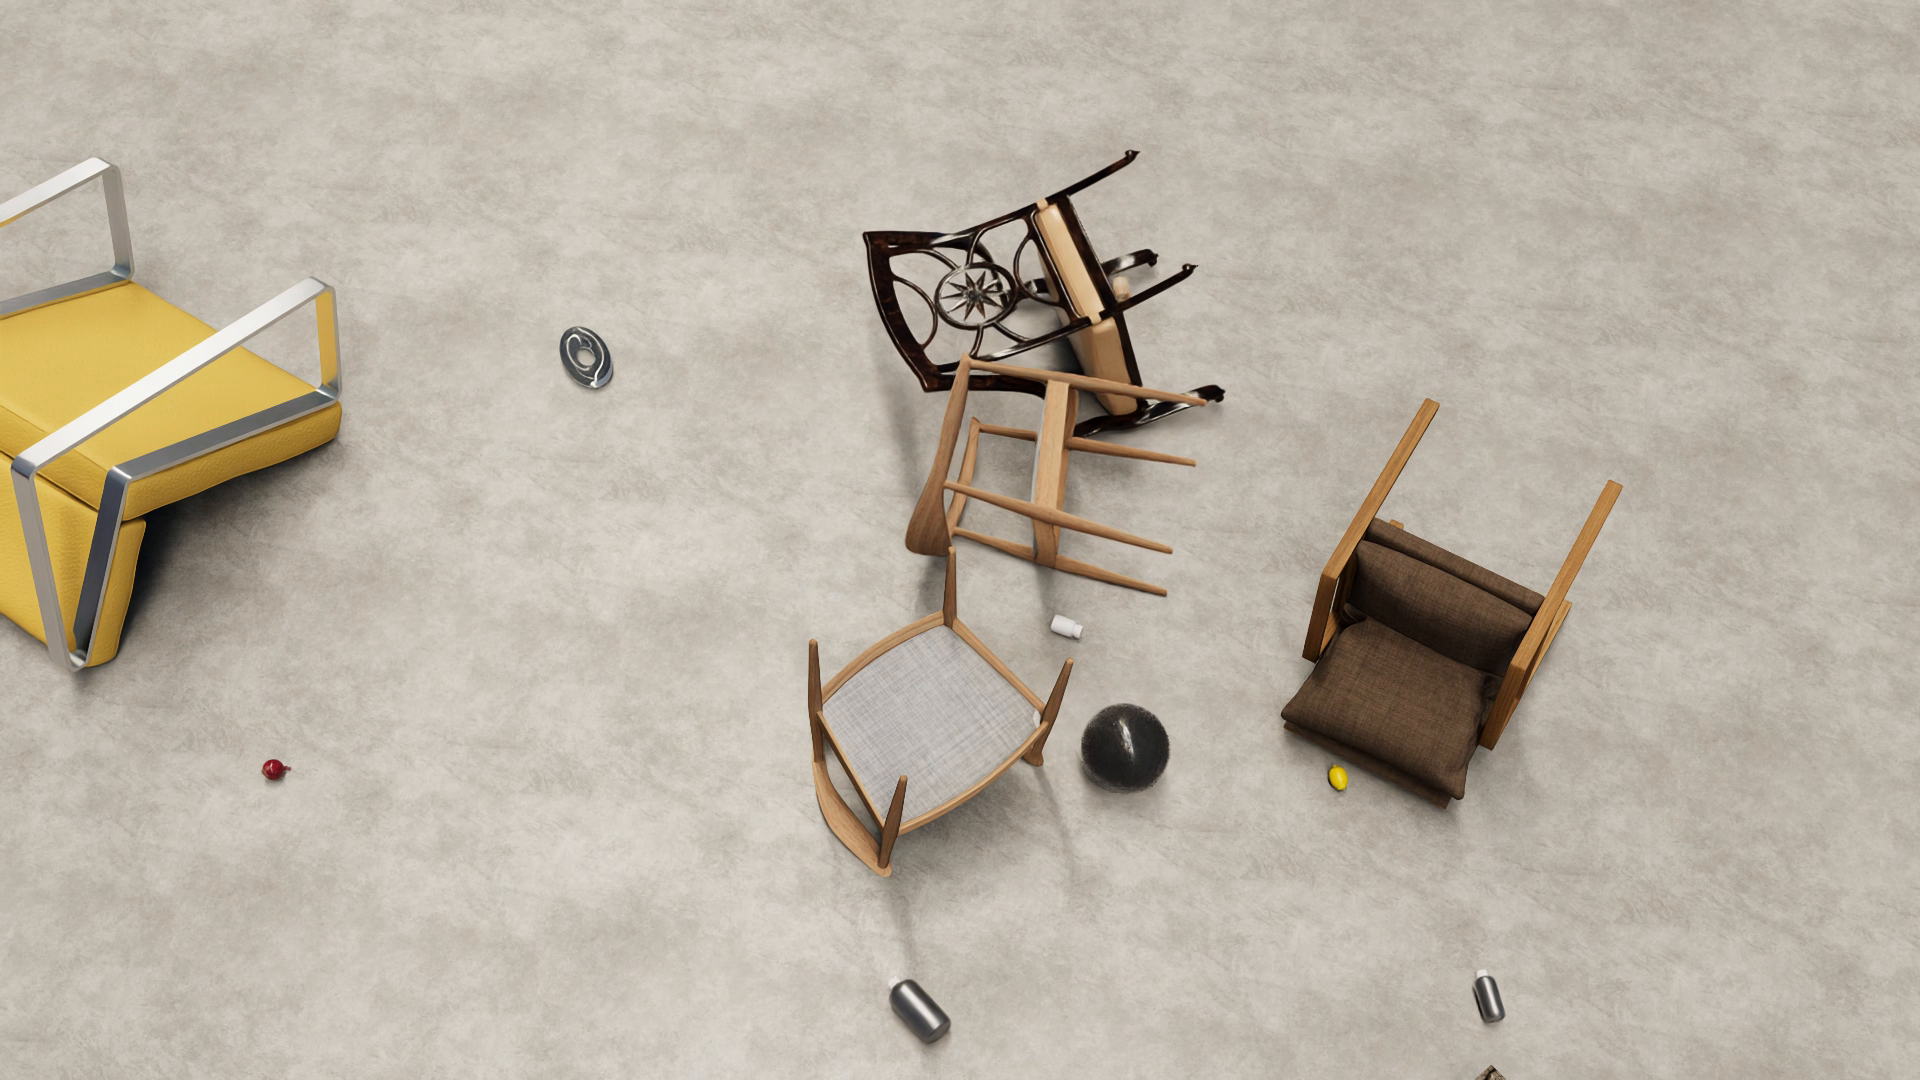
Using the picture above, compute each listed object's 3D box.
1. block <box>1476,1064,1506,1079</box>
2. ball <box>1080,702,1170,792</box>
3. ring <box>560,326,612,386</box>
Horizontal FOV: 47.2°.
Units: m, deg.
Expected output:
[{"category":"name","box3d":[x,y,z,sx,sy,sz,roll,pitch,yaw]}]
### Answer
[{"category":"block","box3d":[1.280,1.491,5.497,0.298,0.127,0.177,-35,63,-21]},{"category":"ball","box3d":[0.454,0.571,6.042,0.246,0.246,0.246,0,56,0]},{"category":"ring","box3d":[-1.180,-0.579,6.934,0.152,0.048,0.257,-23,59,-14]}]
